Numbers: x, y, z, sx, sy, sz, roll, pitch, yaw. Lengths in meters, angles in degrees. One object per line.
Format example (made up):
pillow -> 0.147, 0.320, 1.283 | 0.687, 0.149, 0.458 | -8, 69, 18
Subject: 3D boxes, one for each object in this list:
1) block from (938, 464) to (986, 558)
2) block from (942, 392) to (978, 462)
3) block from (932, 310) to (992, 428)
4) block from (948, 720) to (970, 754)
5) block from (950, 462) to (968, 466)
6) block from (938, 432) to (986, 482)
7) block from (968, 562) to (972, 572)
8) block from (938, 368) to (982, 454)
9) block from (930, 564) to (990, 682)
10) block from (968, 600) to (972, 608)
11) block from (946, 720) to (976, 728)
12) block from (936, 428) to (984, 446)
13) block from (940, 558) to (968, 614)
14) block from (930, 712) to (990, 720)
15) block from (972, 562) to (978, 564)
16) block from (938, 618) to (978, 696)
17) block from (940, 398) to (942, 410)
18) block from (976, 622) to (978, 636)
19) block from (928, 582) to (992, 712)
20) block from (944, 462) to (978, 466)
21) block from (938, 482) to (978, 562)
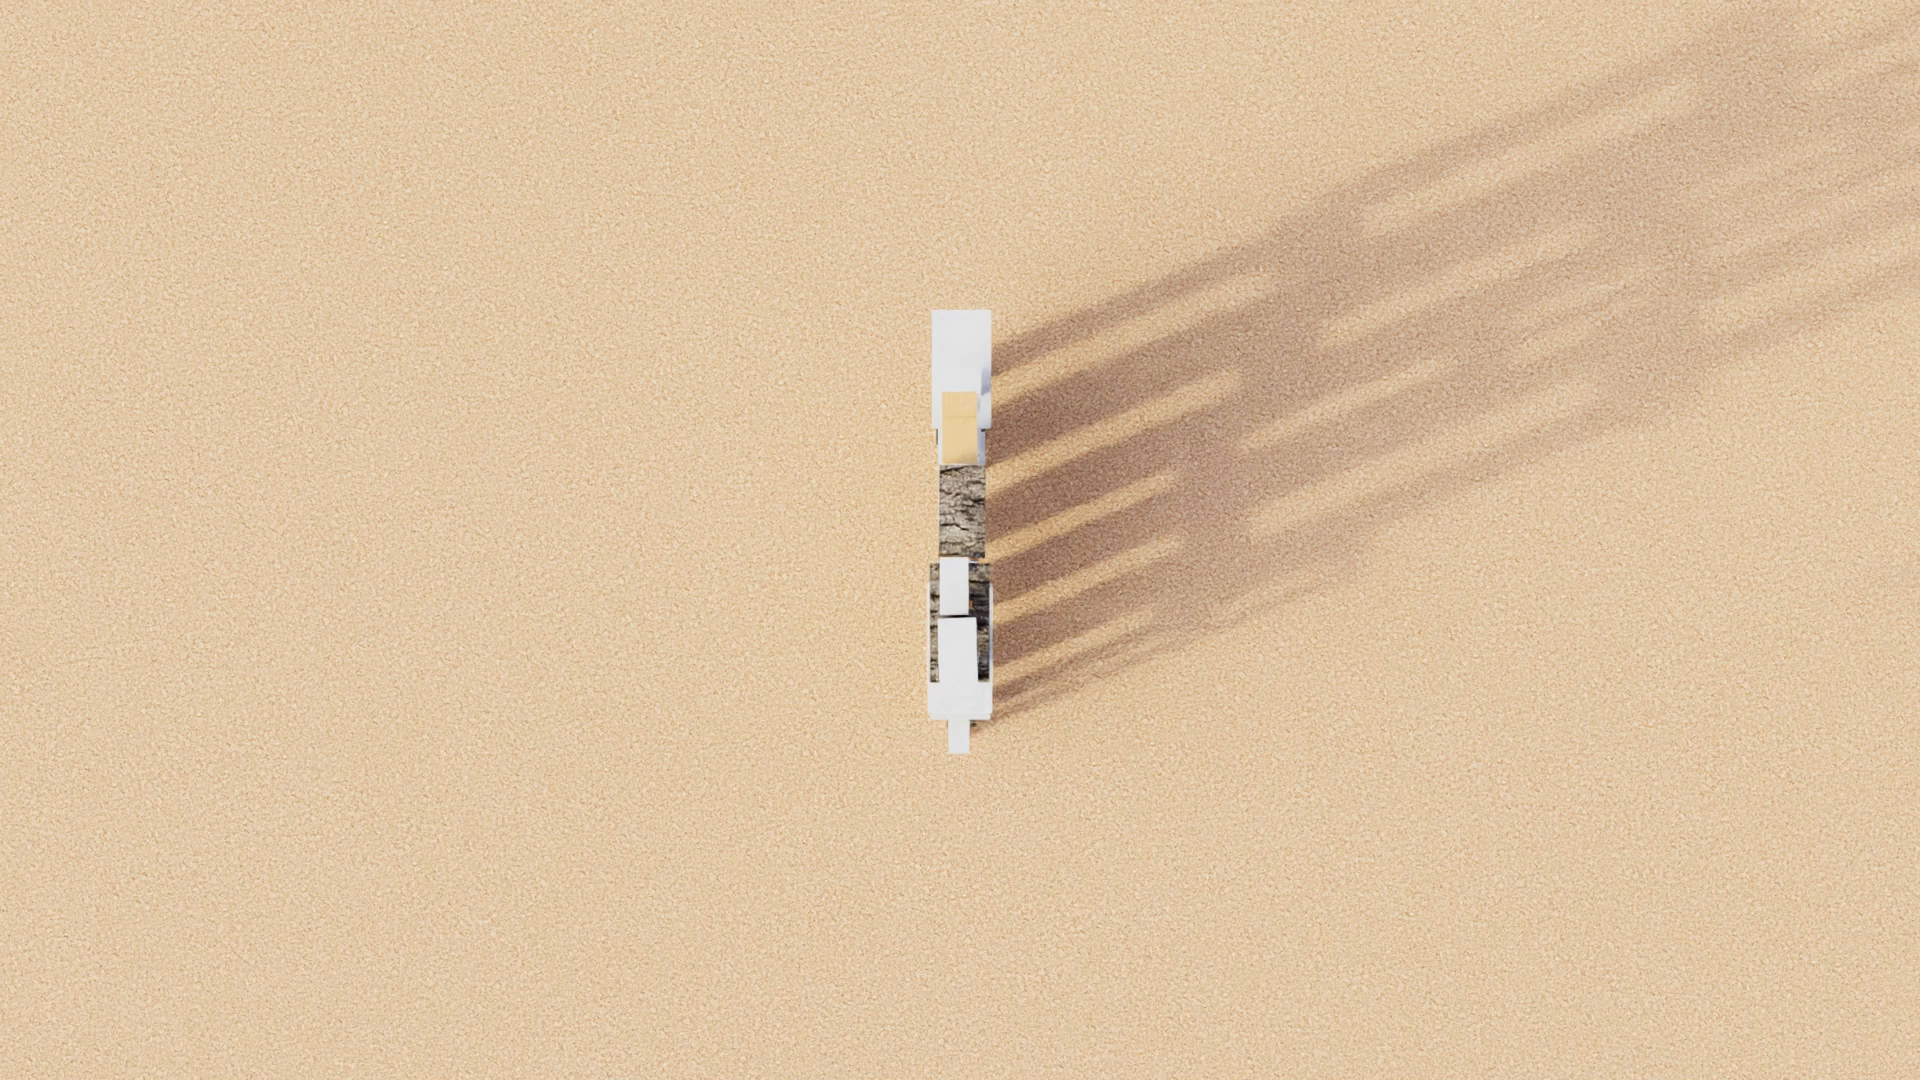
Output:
block -> 0.005, -0.071, 4.144 | 0.117, 0.033, 0.233 | 0, 90, 0
block -> -0.001, -0.287, 4.190 | 0.089, 0.025, 0.178 | -1, 90, 0
block -> 0.004, -0.495, 4.791 | 0.171, 0.048, 0.341 | 0, 90, 0
block -> -0.004, 0.600, 5.147 | 0.065, 0.018, 0.130 | 0, 90, 0
block -> -0.003, -0.212, 4.400 | 0.046, 0.013, 0.092 | 1, 90, 0
block -> 0.005, -0.180, 4.896 | 0.139, 0.039, 0.278 | 0, 90, 0
block -> -0.006, 0.066, 4.051 | 0.068, 0.137, 0.019 | 0, 90, 0
block -> -0.001, -0.352, 4.515 | 0.117, 0.033, 0.235 | 0, 90, 0
block -> -0.001, 0.207, 4.140 | 0.149, 0.042, 0.298 | 0, 90, 0
block -> -0.005, 0.157, 4.051 | 0.068, 0.137, 0.019 | 0, 90, 0
block -> 0.004, 0.506, 5.300 | 0.094, 0.027, 0.187 | -1, 90, 0
block -> 0.001, -0.450, 5.177 | 0.151, 0.043, 0.301 | 0, 90, 0
block -> -0.014, 0.110, 3.973 | 0.068, 0.019, 0.137 | 0, 90, 0
block -> 0.001, 0.354, 4.882 | 0.174, 0.049, 0.348 | 0, 90, 0
block -> 0.001, 0.070, 5.033 | 0.107, 0.030, 0.213 | 0, 90, 0
block -> -0.005, 0.276, 3.924 | 0.091, 0.026, 0.182 | -1, 90, 0
block -> -0.004, -0.346, 4.292 | 0.089, 0.178, 0.025 | 0, 89, 0
block -> -0.003, 0.215, 4.028 | 0.091, 0.182, 0.026 | 0, 90, 0
block -> 0.000, 0.292, 4.484 | 0.175, 0.049, 0.349 | 0, 90, 0
block -> 0.003, -0.139, 4.682 | 0.091, 0.026, 0.182 | 0, 90, 0
block -> -0.003, -0.049, 4.438 | 0.108, 0.030, 0.215 | 0, 90, 0
